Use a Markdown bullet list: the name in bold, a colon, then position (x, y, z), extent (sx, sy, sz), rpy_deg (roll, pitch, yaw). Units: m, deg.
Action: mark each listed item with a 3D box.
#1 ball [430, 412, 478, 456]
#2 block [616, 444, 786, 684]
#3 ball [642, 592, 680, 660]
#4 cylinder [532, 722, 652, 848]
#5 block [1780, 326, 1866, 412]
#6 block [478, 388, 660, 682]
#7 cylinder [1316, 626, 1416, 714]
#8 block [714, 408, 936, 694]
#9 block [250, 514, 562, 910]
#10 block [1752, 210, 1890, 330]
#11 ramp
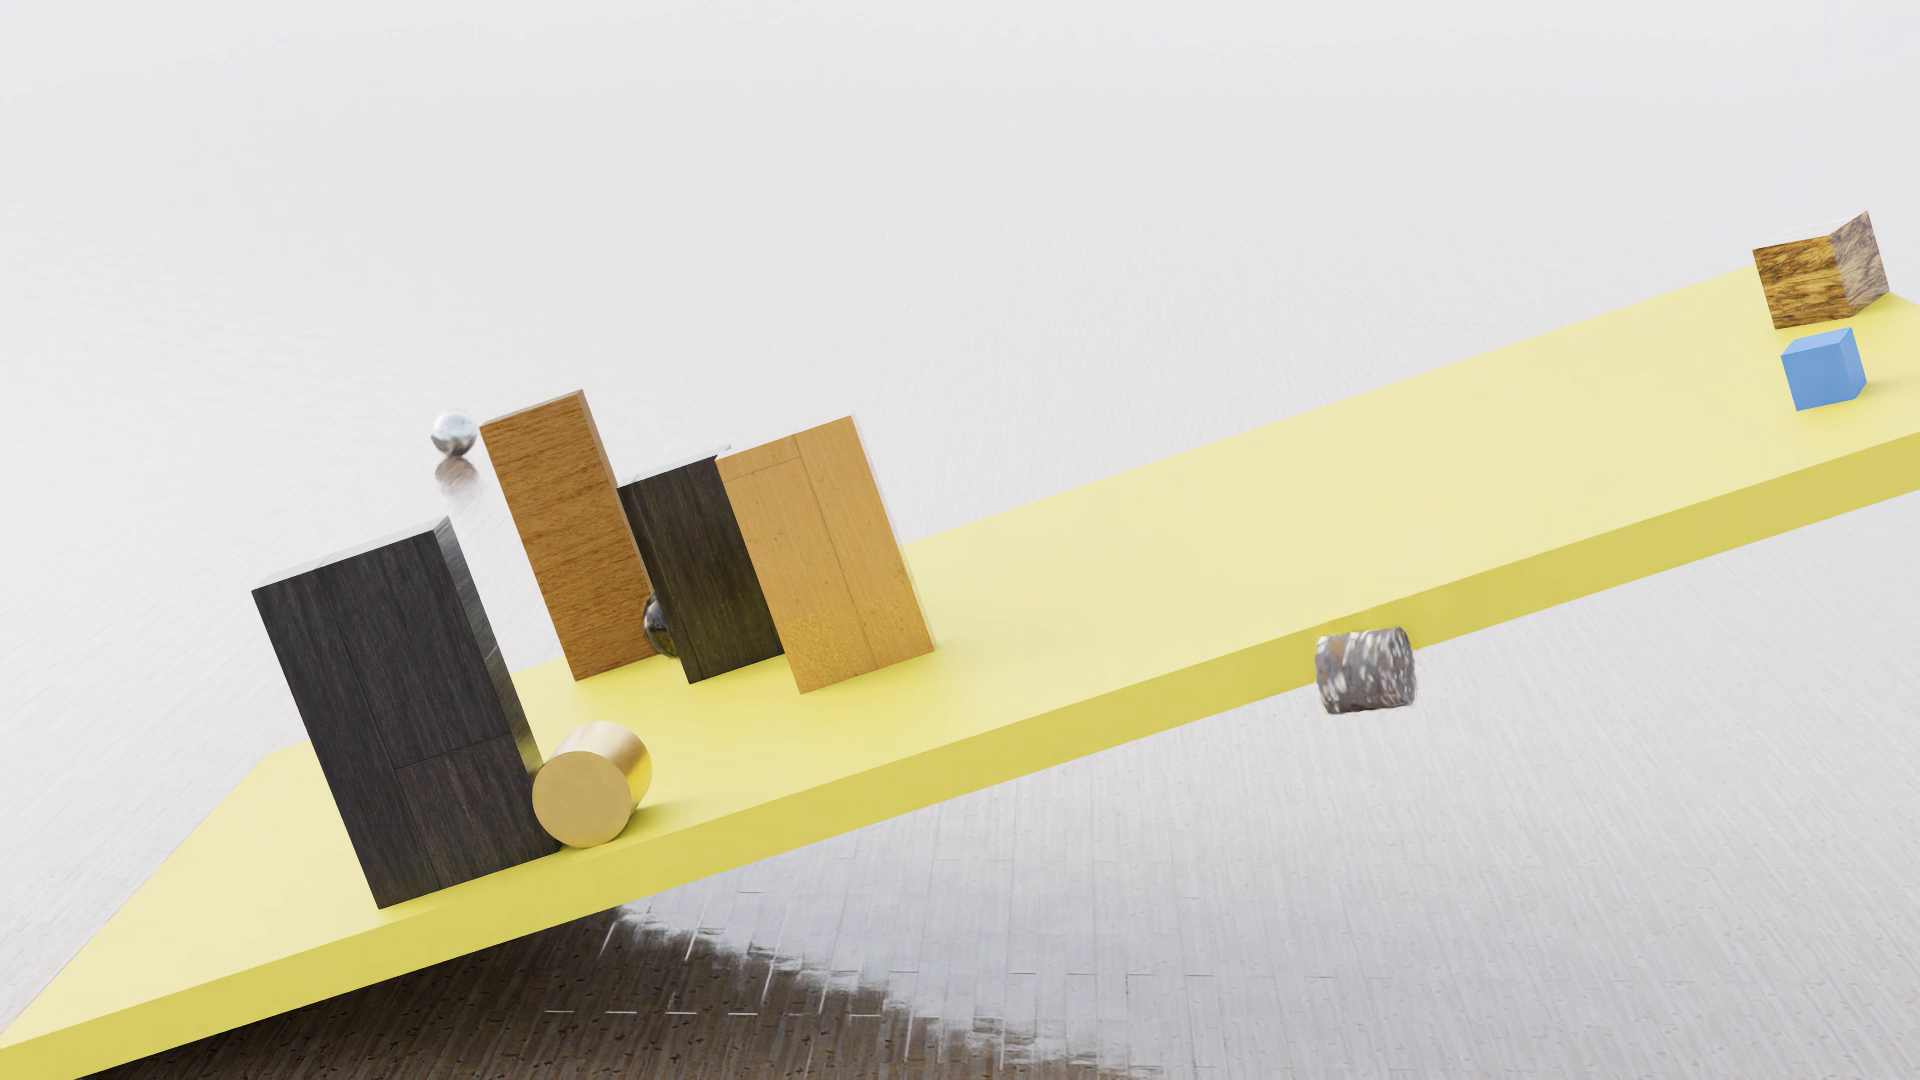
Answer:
- **ball**: position (-2.067, -0.433, 12.020), extent (0.187, 0.187, 0.187), rpy_deg (0, 12, 0)
- **block**: position (-0.558, 0.054, 6.559), extent (0.255, 0.471, 0.109), rpy_deg (-18, 11, 6)
- **ball**: position (-0.645, 0.186, 6.823), extent (0.184, 0.184, 0.184), rpy_deg (0, 12, 0)
- **cylinder**: position (-0.692, 0.459, 5.543), extent (0.189, 0.189, 0.189), rpy_deg (1, 13, 6)
- **block**: position (1.639, -0.324, 5.578), extent (0.112, 0.112, 0.112), rpy_deg (-12, 13, 32)
- **block**: position (-0.907, -0.010, 6.998), extent (0.248, 0.651, 0.086), rpy_deg (-18, 11, 6)
- **cylinder**: position (0.698, 0.225, 5.058), extent (0.137, 0.137, 0.137), rpy_deg (-8, 8, 23)
- **block**: position (-0.275, 0.025, 6.076), extent (0.295, 0.522, 0.084), rpy_deg (-18, 11, 6)
- **block**: position (-1.031, 0.326, 5.547), extent (0.364, 0.654, 0.135), rpy_deg (-18, 11, 6)
- **block**: position (1.841, -0.577, 6.288), extent (0.182, 0.182, 0.182), rpy_deg (-8, 16, 46)
- **ramp**: position (0.108, 0.180, 6.304), extent (4.000, 0.100, 2.000), rpy_deg (-18, 11, 6)
